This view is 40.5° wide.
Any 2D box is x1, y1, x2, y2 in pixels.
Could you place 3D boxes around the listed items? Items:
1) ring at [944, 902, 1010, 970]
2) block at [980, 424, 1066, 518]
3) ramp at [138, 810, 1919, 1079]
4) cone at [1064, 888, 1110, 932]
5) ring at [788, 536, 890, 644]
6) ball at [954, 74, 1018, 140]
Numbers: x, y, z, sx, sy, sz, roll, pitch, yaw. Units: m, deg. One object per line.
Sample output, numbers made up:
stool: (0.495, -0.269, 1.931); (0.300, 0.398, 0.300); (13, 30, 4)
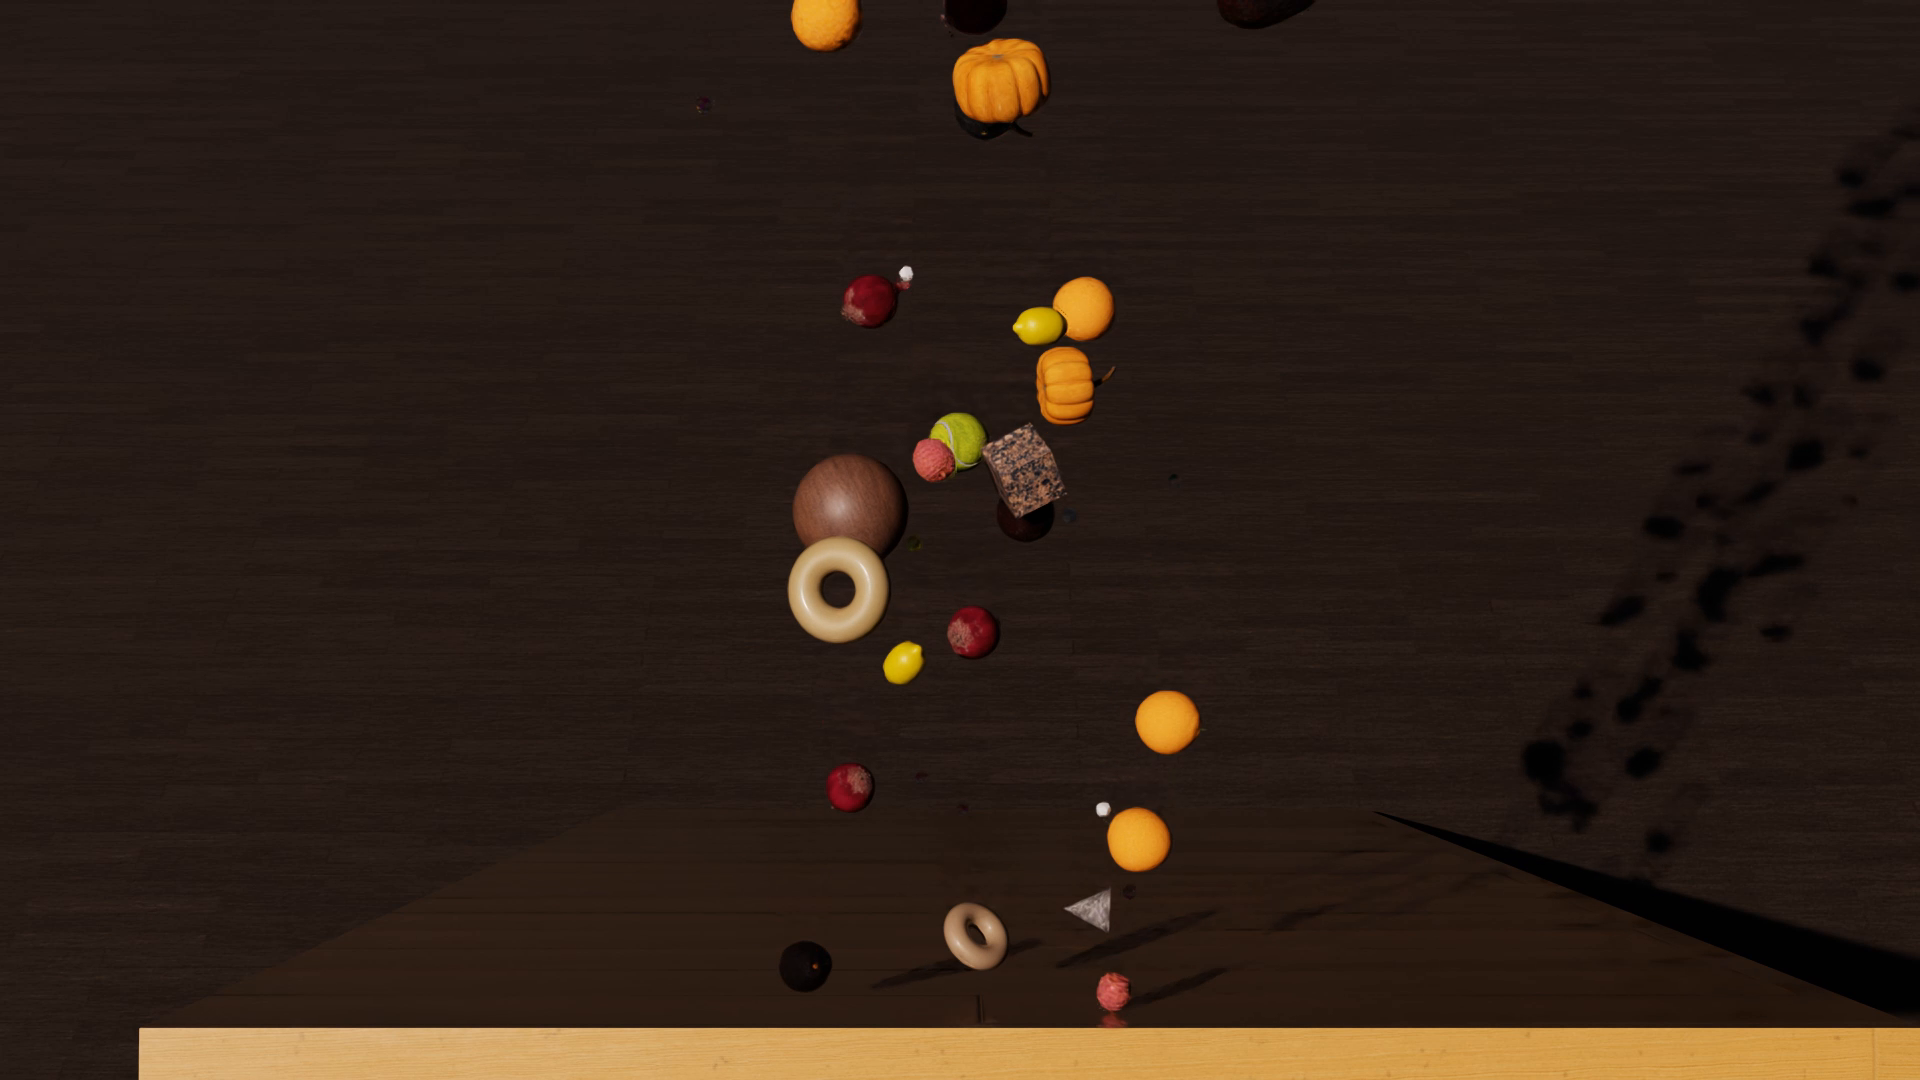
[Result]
ring: (0.021, 0.492, 3.231); (0.092, 0.031, 0.092); (23, 43, -23)
block: (0.064, -0.070, 2.649); (0.058, 0.058, 0.058); (-27, 39, -6)
ramp: (0.081, 0.681, 4.910); (2.000, 0.100, 4.000); (0, -2, 0)
cone: (0.156, 0.456, 3.212); (0.057, 0.057, 0.057); (2, 37, 2)
ring: (-0.127, 0.052, 2.739); (0.114, 0.114, 0.038); (13, 4, 17)
ball: (0.025, -0.410, 2.461); (0.062, 0.062, 0.062); (0, 37, 0)
